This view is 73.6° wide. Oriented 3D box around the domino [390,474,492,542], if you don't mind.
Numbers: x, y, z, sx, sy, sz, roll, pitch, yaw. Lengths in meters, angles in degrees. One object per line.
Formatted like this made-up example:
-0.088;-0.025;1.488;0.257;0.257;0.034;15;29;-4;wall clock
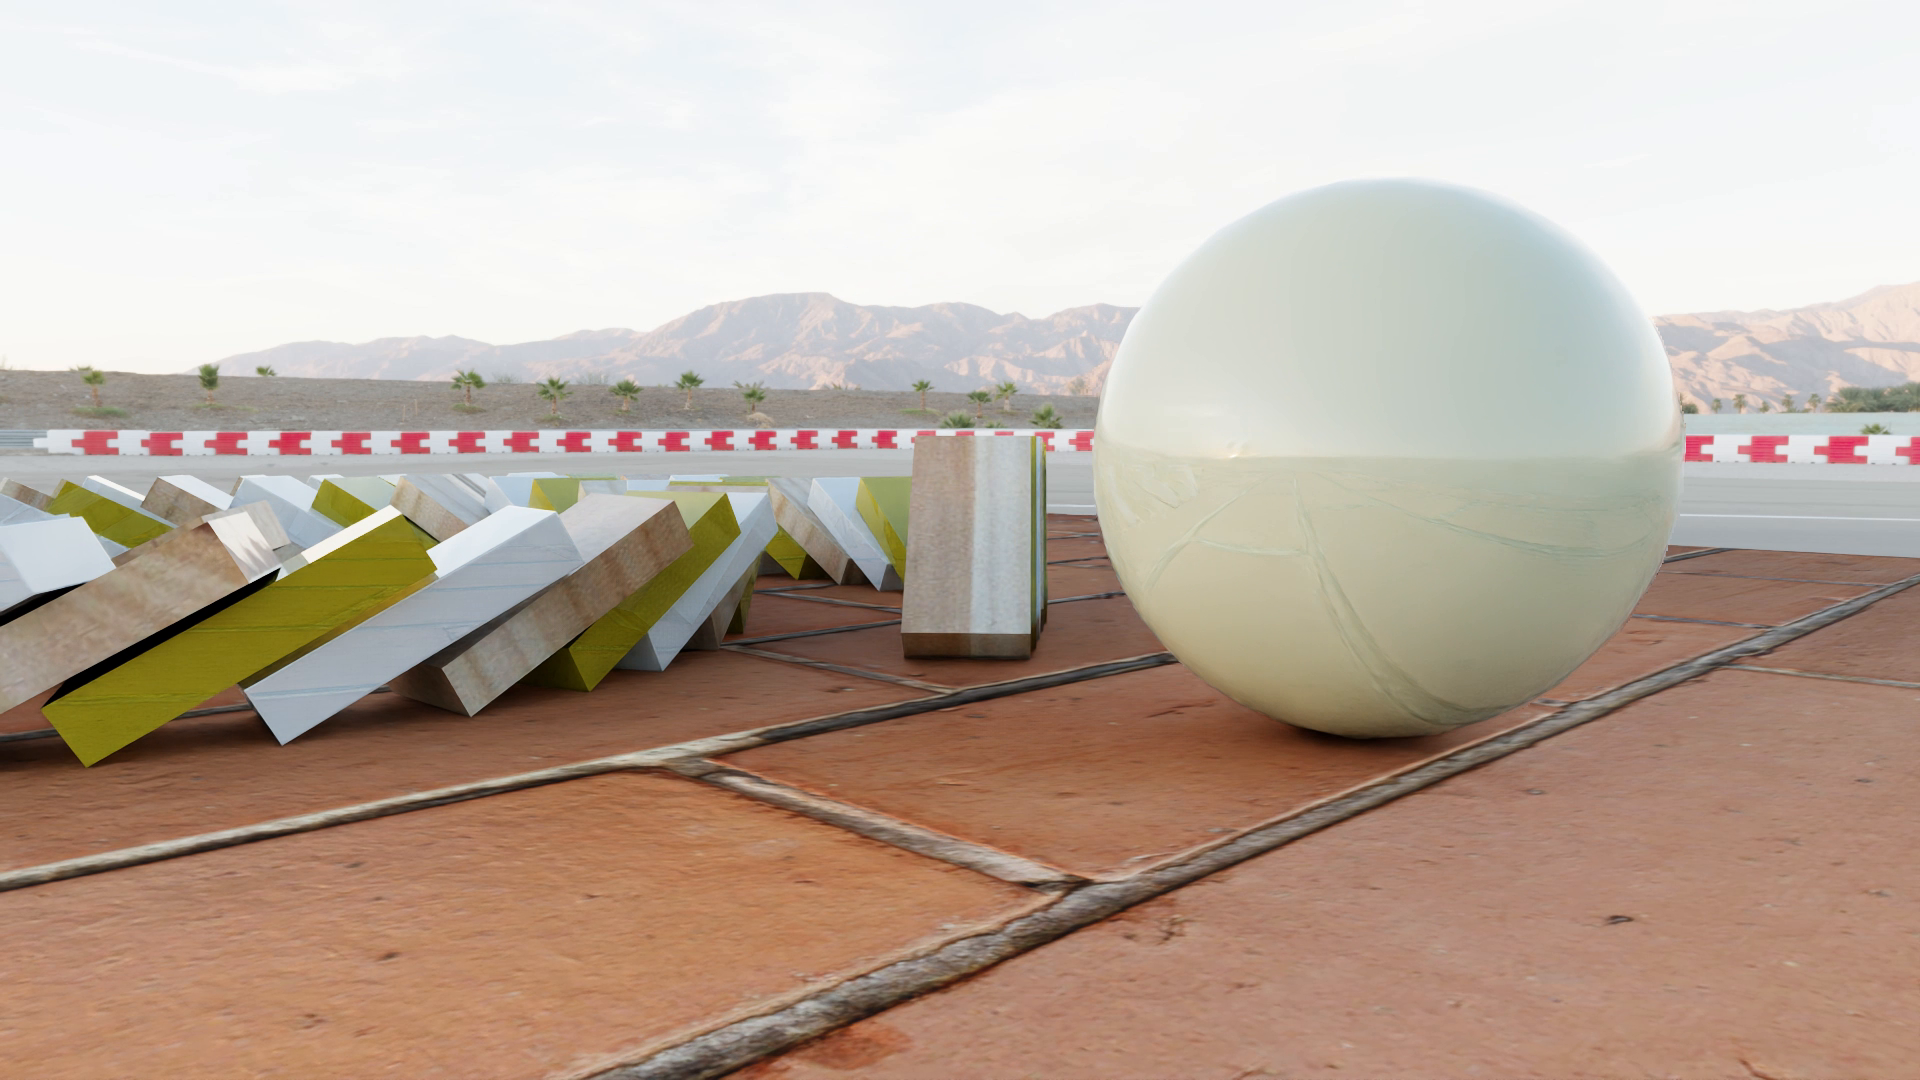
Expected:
-0.140;-0.003;0.379;0.050;0.010;0.025;33;15;16;domino

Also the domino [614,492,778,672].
-0.060;0.007;0.262;0.025;0.010;0.050;2;33;22;domino

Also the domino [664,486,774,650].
-0.060;0.005;0.285;0.025;0.009;0.050;1;33;7;domino

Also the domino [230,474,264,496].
-0.222;-0.007;0.444;0.050;0.009;0.025;27;-2;-12;domino

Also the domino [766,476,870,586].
-0.040;-0.004;0.408;0.025;0.009;0.050;-4;33;-41;domino

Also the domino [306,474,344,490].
-0.202;-0.007;0.450;0.050;0.010;0.025;27;1;-7;domino

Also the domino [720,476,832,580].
-0.057;-0.005;0.422;0.025;0.009;0.050;-4;34;-46;domino

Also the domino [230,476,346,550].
-0.184;-0.002;0.378;0.050;0.009;0.025;29;3;-2;domino

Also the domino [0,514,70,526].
-0.182;0.010;0.229;0.050;0.010;0.025;-22;1;29;domino

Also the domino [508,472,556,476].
-0.136;-0.008;0.457;0.050;0.009;0.025;30;12;13;domino

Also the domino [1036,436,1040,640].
0.006;-0.001;0.290;0.025;0.050;0.010;0;-36;3;domino

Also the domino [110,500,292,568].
-0.155;0.009;0.240;0.050;0.009;0.025;-25;9;0;domino

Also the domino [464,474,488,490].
-0.158;-0.008;0.456;0.050;0.010;0.025;28;7;4;domino

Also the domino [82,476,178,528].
-0.261;-0.005;0.422;0.050;0.010;0.025;30;-11;-27;domino

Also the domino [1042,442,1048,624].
0.009;-0.003;0.316;0.025;0.050;0.009;0;-39;3;domino

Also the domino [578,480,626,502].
-0.084;0.001;0.345;0.025;0.010;0.050;-2;34;-30;domino

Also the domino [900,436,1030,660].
0.002;0.001;0.265;0.025;0.050;0.009;0;-36;3;domino

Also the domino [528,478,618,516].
-0.100;-0.001;0.361;0.025;0.009;0.050;-3;34;-40;domino

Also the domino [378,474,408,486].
-0.180;-0.007;0.454;0.050;0.009;0.025;27;3;-4;domino

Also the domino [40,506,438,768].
-0.103;0.012;0.187;0.050;0.009;0.025;-33;18;-21;domino

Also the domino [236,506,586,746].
-0.087;0.012;0.202;0.050;0.010;0.025;-35;23;-29;domino

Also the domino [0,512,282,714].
-0.122;0.013;0.175;0.050;0.009;0.025;-31;13;-14;domino

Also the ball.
0.059;-0.011;0.186;0.080;0.080;0.080;0;4;0;ball

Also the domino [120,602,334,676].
-0.135;0.019;0.255;0.050;0.010;0.025;-2;5;-21;domino

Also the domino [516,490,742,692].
-0.066;0.008;0.241;0.025;0.010;0.050;2;34;27;domino

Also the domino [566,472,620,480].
-0.114;-0.007;0.452;0.050;0.009;0.025;32;16;20;domino

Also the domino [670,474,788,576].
-0.075;-0.006;0.434;0.050;0.009;0.025;36;24;31;domino

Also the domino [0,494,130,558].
-0.235;0.001;0.336;0.025;0.009;0.050;4;-24;44;domino

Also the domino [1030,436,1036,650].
0.004;0.000;0.278;0.025;0.050;0.009;0;-36;3;domino

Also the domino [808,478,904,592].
-0.024;-0.003;0.392;0.025;0.010;0.050;-3;33;-34;domino

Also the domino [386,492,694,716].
-0.073;0.009;0.222;0.025;0.010;0.050;6;36;40;domino

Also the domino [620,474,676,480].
-0.094;-0.007;0.444;0.050;0.009;0.025;34;21;27;domino

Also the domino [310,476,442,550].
-0.162;-0.002;0.380;0.050;0.009;0.025;30;8;6;domino

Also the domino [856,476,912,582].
-0.010;-0.002;0.375;0.025;0.009;0.050;-2;34;-26;domino

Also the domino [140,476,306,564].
-0.205;-0.002;0.371;0.050;0.010;0.025;30;-3;-13;domino

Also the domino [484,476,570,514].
-0.116;-0.002;0.375;0.025;0.009;0.050;-4;35;-45;domino

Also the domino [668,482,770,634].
-0.061;0.003;0.306;0.025;0.009;0.050;1;34;0;domino

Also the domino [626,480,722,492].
-0.071;0.002;0.327;0.025;0.010;0.050;-1;34;-17;domino

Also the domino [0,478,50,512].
-0.277;-0.004;0.407;0.050;0.009;0.025;32;-16;-36;domino

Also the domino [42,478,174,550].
-0.222;0.000;0.353;0.050;0.010;0.025;33;-17;-34;domino

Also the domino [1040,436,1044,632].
0.007;-0.002;0.302;0.025;0.050;0.009;0;-36;3;domino

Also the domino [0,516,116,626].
-0.141;0.014;0.167;0.050;0.009;0.025;-30;10;-9;domino
